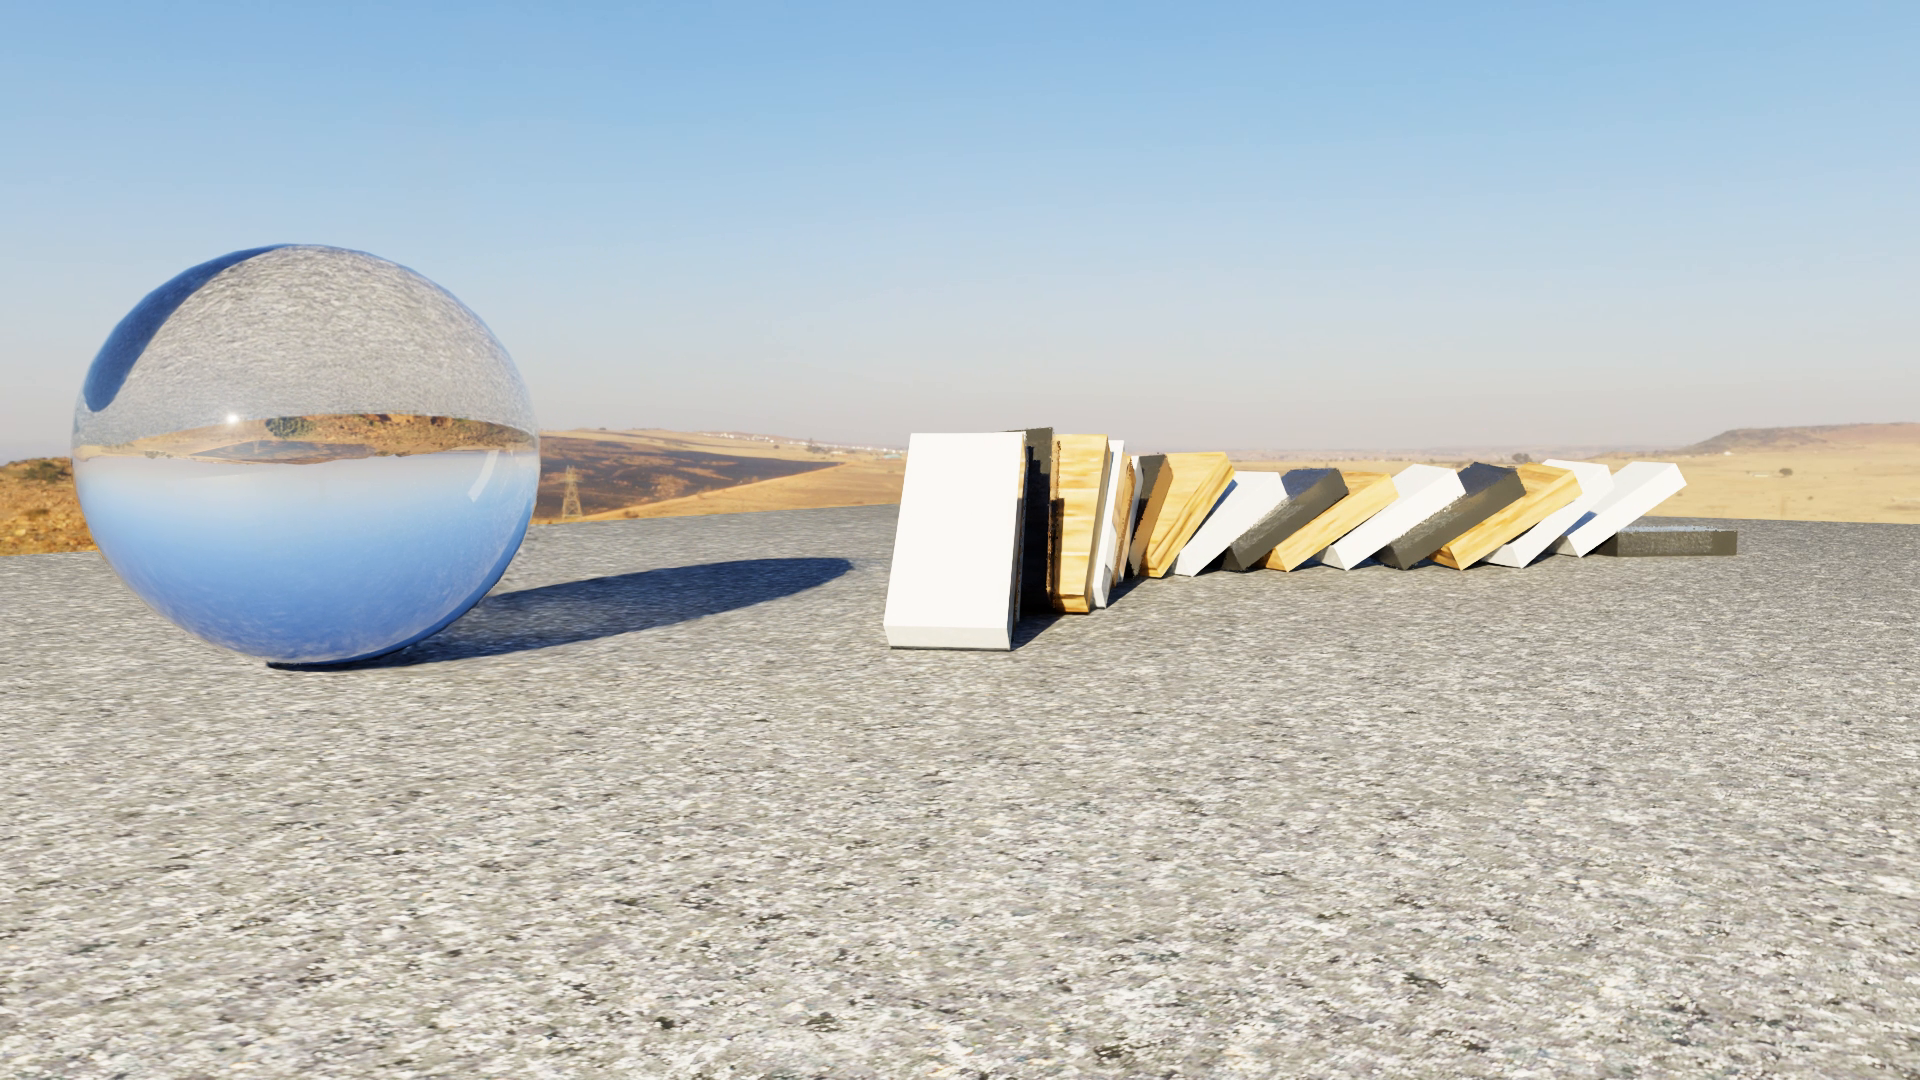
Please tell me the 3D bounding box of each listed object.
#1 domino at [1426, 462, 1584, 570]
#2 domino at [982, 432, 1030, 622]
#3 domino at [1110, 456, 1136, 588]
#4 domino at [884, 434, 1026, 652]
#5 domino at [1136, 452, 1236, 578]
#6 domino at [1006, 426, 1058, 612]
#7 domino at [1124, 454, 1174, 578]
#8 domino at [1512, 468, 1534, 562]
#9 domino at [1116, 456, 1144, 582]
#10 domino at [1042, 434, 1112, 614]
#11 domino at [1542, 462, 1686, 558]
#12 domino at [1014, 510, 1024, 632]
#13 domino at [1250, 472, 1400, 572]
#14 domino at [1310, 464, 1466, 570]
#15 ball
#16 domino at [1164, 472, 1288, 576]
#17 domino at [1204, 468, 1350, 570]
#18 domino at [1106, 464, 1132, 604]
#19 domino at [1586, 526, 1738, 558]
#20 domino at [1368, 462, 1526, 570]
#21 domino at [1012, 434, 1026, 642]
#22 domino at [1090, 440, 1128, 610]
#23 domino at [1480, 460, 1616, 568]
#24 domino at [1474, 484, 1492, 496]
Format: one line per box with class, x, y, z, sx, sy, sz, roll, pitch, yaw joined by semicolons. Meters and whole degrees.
domino;0.185;-0.009;0.444;0.050;0.009;0.025;-31;13;-3
domino;0.003;-0.004;0.313;0.025;0.050;0.009;-1;-35;9
domino;0.036;-0.005;0.382;0.025;0.010;0.050;-4;39;19
domino;0.000;-0.001;0.275;0.025;0.050;0.009;1;-35;8
domino;0.067;-0.009;0.422;0.025;0.009;0.050;2;44;49
domino;0.011;-0.005;0.325;0.025;0.050;0.009;-4;-36;13
domino;0.050;-0.008;0.412;0.025;0.009;0.050;-2;40;28
domino;0.204;-0.010;0.482;0.025;0.009;0.050;2;35;29
domino;0.041;-0.007;0.397;0.025;0.009;0.050;-3;39;20
domino;0.024;-0.005;0.333;0.025;0.050;0.010;1;-34;16
domino;0.249;-0.012;0.494;0.050;0.009;0.025;-33;8;-3
domino;0.002;-0.002;0.300;0.025;0.050;0.010;0;-35;8
domino;0.123;-0.007;0.443;0.050;0.009;0.025;-31;13;-14
domino;0.146;-0.008;0.445;0.050;0.009;0.025;-32;13;-6
ball;-0.122;-0.016;0.246;0.080;0.080;0.080;0;4;0
domino;0.083;-0.006;0.430;0.050;0.009;0.025;-36;22;-26
domino;0.105;-0.008;0.438;0.050;0.009;0.025;-34;14;-18
domino;0.032;-0.003;0.362;0.025;0.010;0.050;1;40;16
domino;0.270;0.001;0.498;0.050;0.010;0.025;-1;4;-9
domino;0.166;-0.009;0.444;0.050;0.009;0.025;-31;13;-3
domino;0.001;-0.001;0.288;0.025;0.050;0.010;1;-35;8
domino;0.029;-0.005;0.345;0.025;0.050;0.009;1;-38;16
domino;0.204;-0.010;0.454;0.050;0.010;0.025;-36;21;-16
domino;0.213;-0.008;0.502;0.025;0.010;0.050;2;25;29
